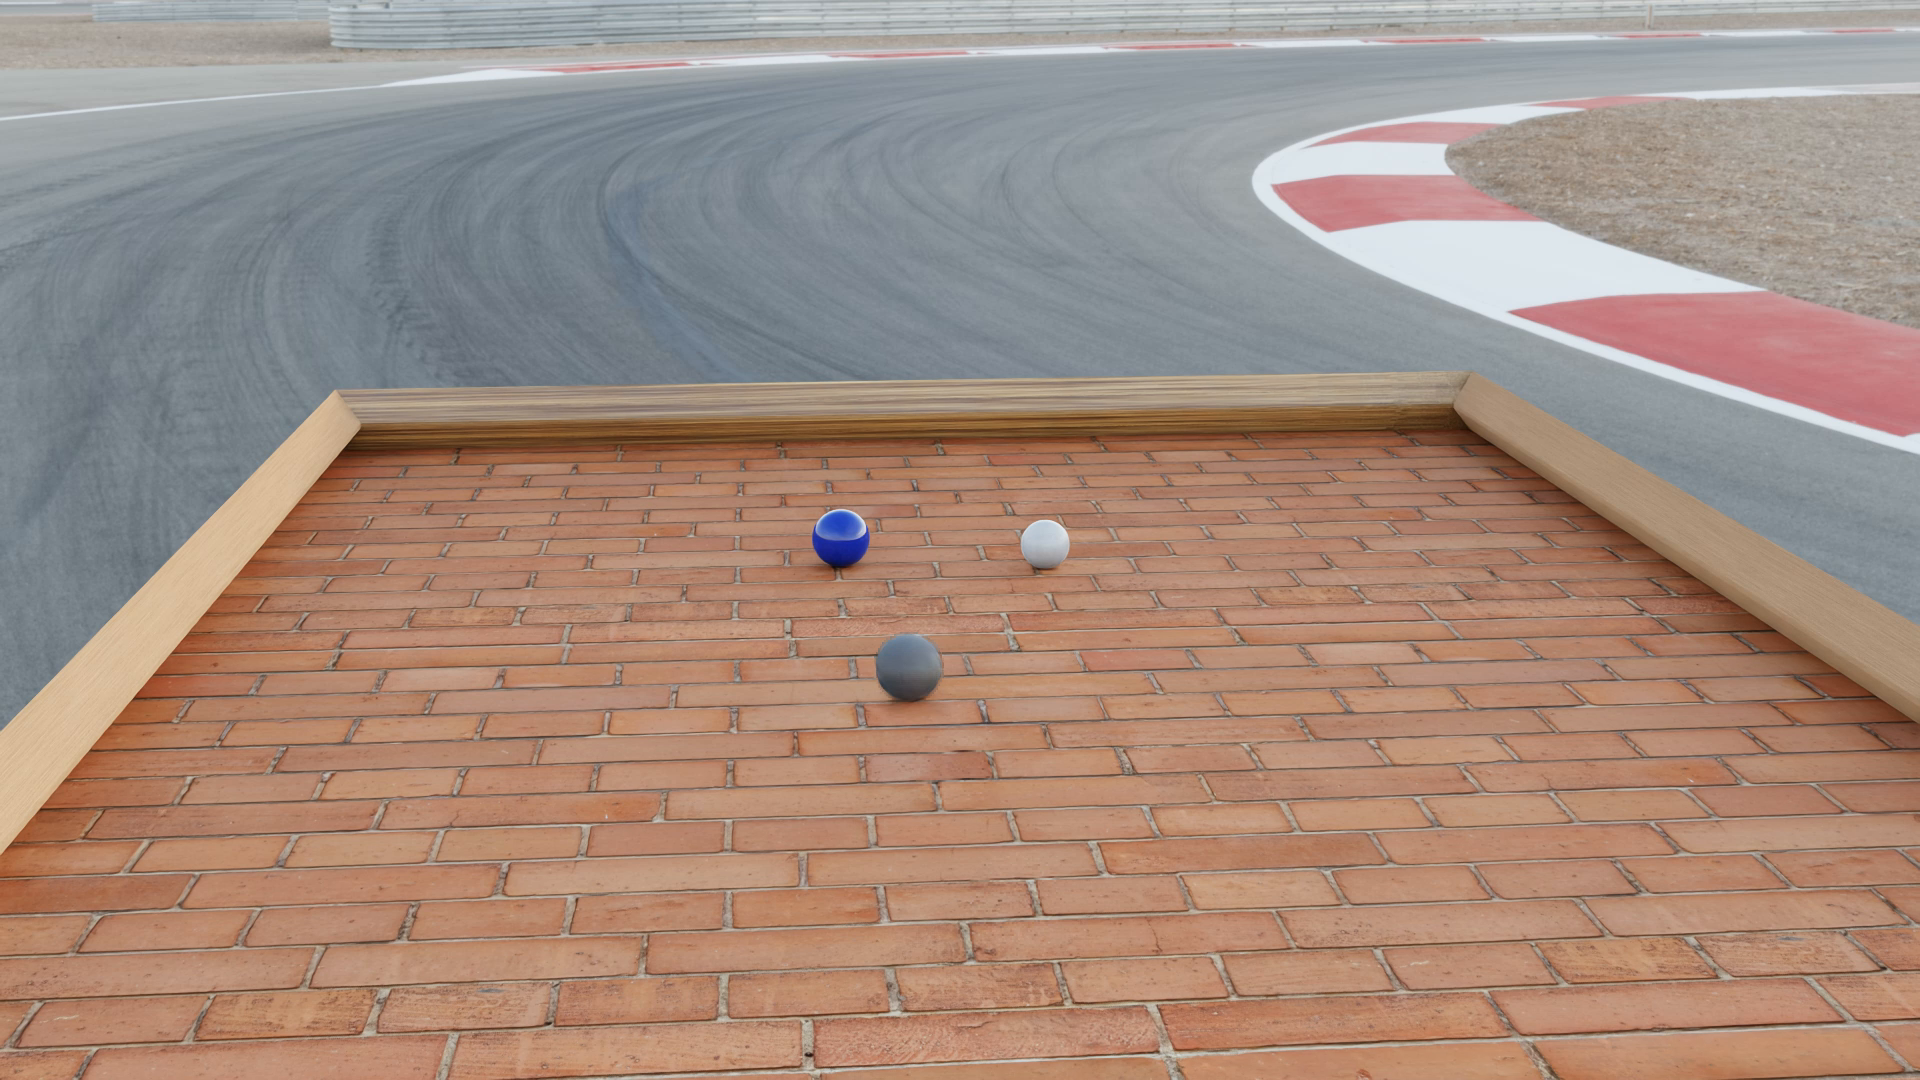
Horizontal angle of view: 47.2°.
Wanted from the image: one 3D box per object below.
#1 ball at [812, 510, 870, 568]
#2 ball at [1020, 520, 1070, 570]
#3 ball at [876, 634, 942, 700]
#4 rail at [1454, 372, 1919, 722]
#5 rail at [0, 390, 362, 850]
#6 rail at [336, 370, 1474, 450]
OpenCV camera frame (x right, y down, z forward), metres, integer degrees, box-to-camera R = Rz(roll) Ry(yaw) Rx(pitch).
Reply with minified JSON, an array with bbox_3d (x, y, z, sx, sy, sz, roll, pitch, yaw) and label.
[{"bbox_3d":[-0.150,-0.002,2.763,0.073,0.073,0.073,0,15,0],"label":"ball"},{"bbox_3d":[0.107,0.005,2.755,0.062,0.062,0.062,0,15,0],"label":"ball"},{"bbox_3d":[-0.053,0.131,2.265,0.068,0.068,0.068,0,15,0],"label":"ball"},{"bbox_3d":[0.946,0.160,2.103,0.045,0.095,3.050,-1,15,-5],"label":"rail"},{"bbox_3d":[-0.809,0.200,1.951,0.045,0.095,3.050,-1,15,-5],"label":"rail"},{"bbox_3d":[-0.066,-0.202,3.473,1.809,0.095,0.045,-1,15,-5],"label":"rail"}]
